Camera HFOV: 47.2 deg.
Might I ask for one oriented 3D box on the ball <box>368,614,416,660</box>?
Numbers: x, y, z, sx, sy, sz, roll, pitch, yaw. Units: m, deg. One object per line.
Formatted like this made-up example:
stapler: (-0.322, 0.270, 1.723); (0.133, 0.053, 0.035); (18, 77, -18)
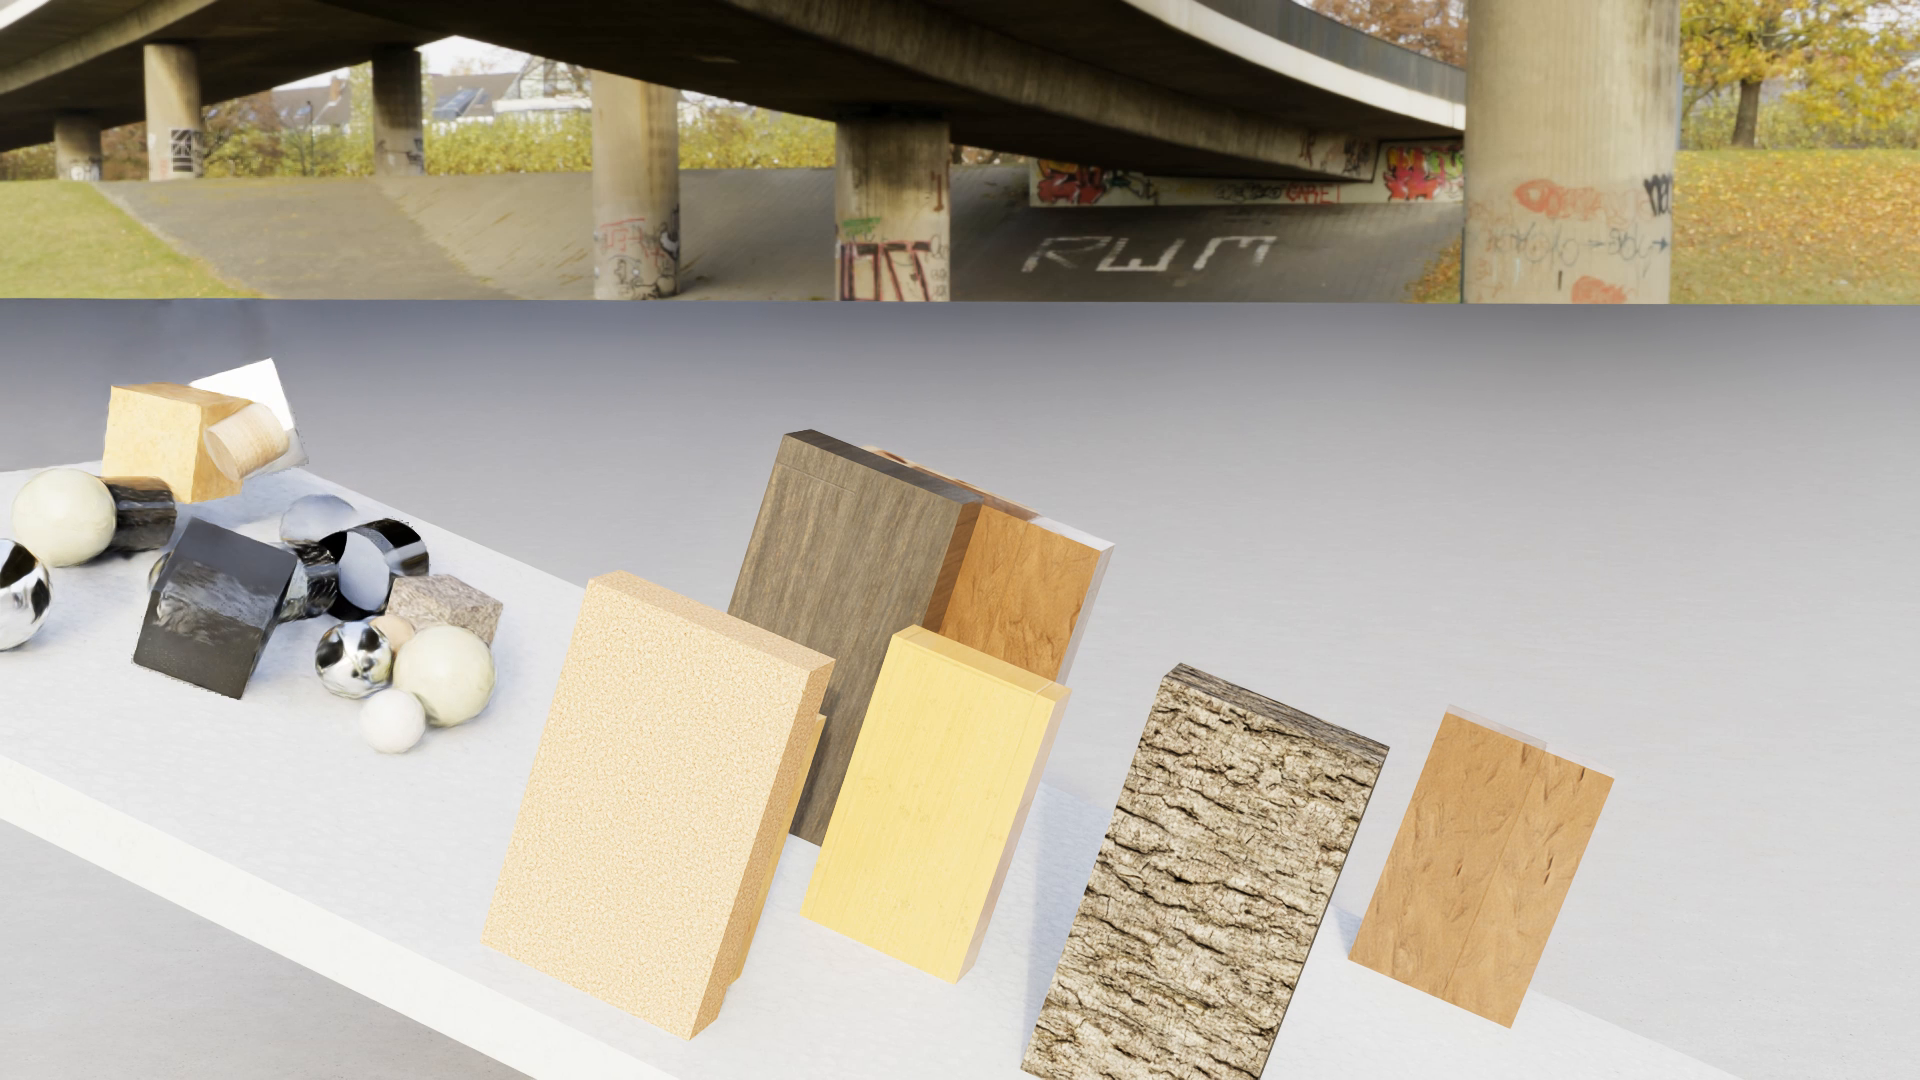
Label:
ball: (-1.142, 0.207, 4.391); (0.114, 0.114, 0.114); (0, 7, 0)

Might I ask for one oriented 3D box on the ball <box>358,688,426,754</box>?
ball: (-1.032, 0.330, 3.998); (0.119, 0.119, 0.119); (0, 7, 0)

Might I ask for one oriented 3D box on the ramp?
ramp: (-0.342, 0.633, 4.216); (4.000, 0.100, 2.000); (22, 12, 14)

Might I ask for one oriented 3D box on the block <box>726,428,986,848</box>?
block: (-0.259, 0.197, 4.284); (0.377, 0.733, 0.147); (22, 12, 14)

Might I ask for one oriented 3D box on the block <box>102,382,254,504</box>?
block: (-1.680, -0.212, 4.723); (0.210, 0.210, 0.210); (12, 9, 10)

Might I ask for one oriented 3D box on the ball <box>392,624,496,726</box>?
ball: (-0.985, 0.259, 4.205); (0.194, 0.194, 0.194); (0, 7, 0)

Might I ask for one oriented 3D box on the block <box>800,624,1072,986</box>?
block: (-0.045, 0.464, 3.875); (0.308, 0.543, 0.118); (22, 12, 14)

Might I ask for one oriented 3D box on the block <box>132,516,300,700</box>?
block: (-1.355, 0.125, 4.007); (0.201, 0.201, 0.201); (22, 39, -12)

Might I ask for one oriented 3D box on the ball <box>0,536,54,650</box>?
ball: (-1.695, 0.094, 3.846); (0.202, 0.202, 0.202); (0, 7, 0)

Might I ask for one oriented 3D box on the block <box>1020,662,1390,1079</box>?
block: (0.392, 0.598, 3.553); (0.361, 0.704, 0.139); (22, 12, 14)

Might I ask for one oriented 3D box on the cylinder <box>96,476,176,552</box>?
cylinder: (-1.735, -0.055, 4.544); (0.155, 0.155, 0.155); (4, 4, 33)

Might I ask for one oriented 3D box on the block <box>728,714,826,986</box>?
block: (-0.415, 0.460, 3.518); (0.248, 0.468, 0.118); (22, 12, 14)

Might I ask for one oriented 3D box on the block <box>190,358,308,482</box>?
block: (-1.615, -0.267, 5.001); (0.182, 0.182, 0.182); (-19, -20, -14)

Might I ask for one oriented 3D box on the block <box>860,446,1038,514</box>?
block: (-0.139, 0.190, 4.623); (0.391, 0.679, 0.131); (22, 12, 14)

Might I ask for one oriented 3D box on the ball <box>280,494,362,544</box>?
ball: (-1.401, -0.014, 4.827); (0.177, 0.177, 0.177); (0, 7, 0)

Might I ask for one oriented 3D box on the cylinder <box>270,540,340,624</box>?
cylinder: (-1.376, 0.086, 4.453); (0.164, 0.164, 0.164); (3, 5, 22)

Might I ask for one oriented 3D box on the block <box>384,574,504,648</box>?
block: (-1.070, 0.178, 4.523); (0.159, 0.159, 0.159); (25, 13, 26)

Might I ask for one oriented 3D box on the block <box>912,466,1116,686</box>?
block: (-0.016, 0.256, 4.479); (0.445, 0.694, 0.119); (22, 12, 14)

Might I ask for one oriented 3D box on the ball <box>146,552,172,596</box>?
ball: (-1.517, 0.087, 4.302); (0.137, 0.137, 0.137); (0, 7, 0)

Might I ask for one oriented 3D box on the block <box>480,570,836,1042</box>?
block: (-0.466, 0.402, 3.354); (0.372, 0.611, 0.109); (22, 12, 14)

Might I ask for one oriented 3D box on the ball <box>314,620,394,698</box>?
ball: (-1.148, 0.226, 4.171); (0.146, 0.146, 0.146); (0, 7, 0)

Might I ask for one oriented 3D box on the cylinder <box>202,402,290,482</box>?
cylinder: (-1.403, -0.194, 4.322); (0.117, 0.117, 0.117); (-36, 27, -32)

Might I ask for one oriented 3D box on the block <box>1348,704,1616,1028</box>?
block: (1.078, 0.675, 4.561); (0.356, 0.572, 0.090); (22, 12, 14)

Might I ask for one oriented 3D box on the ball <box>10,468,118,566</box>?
ball: (-1.775, -0.046, 4.360); (0.196, 0.196, 0.196); (0, 7, 0)
